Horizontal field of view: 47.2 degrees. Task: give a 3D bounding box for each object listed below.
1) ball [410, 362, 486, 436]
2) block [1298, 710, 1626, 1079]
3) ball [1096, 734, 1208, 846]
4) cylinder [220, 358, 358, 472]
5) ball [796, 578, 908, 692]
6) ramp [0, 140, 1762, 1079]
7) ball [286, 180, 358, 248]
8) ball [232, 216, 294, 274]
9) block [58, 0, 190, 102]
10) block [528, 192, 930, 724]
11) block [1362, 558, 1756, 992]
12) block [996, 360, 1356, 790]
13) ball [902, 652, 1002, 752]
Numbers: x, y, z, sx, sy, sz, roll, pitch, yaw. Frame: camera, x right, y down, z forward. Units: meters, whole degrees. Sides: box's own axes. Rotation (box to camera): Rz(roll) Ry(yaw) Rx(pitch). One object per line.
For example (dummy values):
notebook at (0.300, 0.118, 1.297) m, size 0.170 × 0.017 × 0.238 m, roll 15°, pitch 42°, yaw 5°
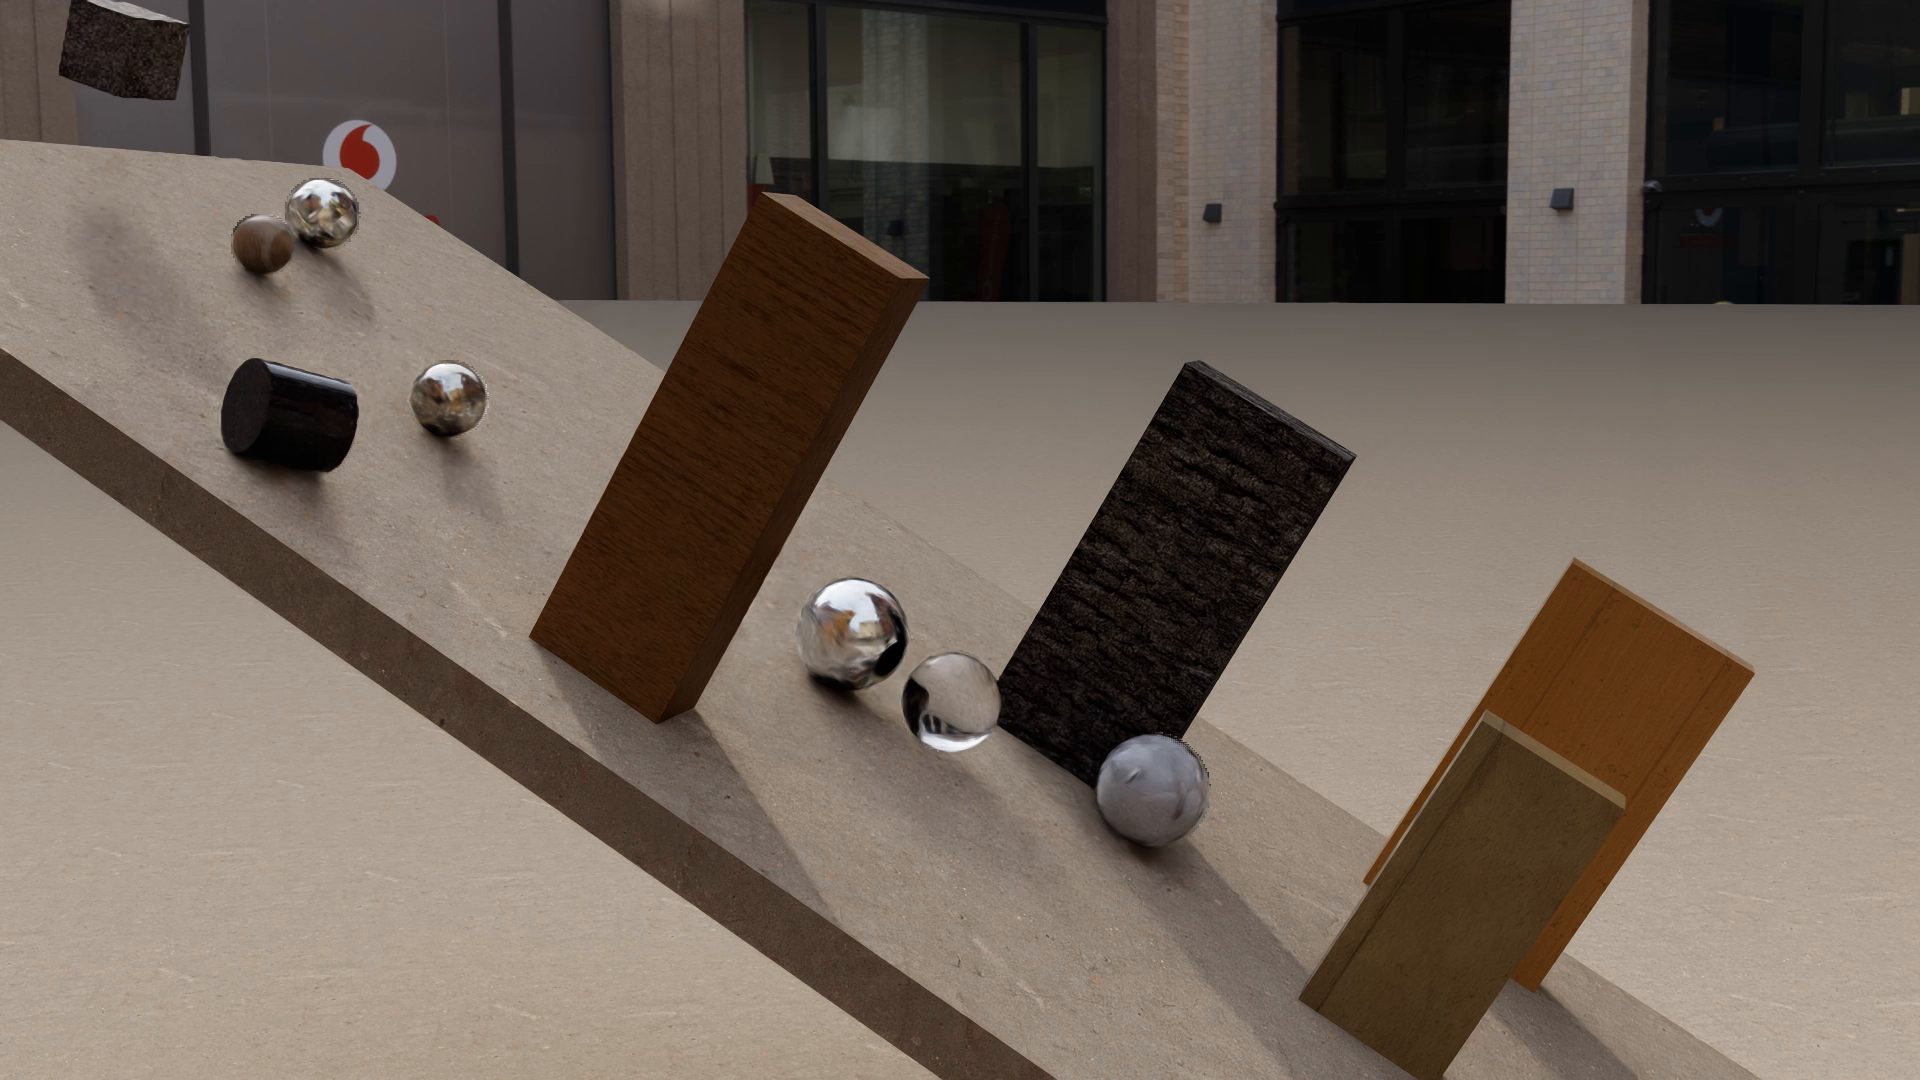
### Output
ball at (-0.942, -0.259, 4.048) m, size 0.137 × 0.137 × 0.137 m, roll 0°, pitch 7°, yaw 0°
block at (0.839, 0.604, 3.695) m, size 0.265 × 0.580 × 0.099 m, roll 33°, pitch 15°, yaw 11°
ball at (0.349, 0.455, 4.003) m, size 0.204 × 0.204 × 0.204 m, roll 0°, pitch 7°, yaw 0°
cylinder at (-1.081, -0.200, 3.545) m, size 0.155 × 0.155 × 0.155 m, roll 7°, pitch -6°, yaw 45°
ball at (-0.192, 0.168, 3.925) m, size 0.202 × 0.202 × 0.202 m, roll 0°, pitch 7°, yaw 0°
ramp at (-0.180, 0.296, 4.126) m, size 4.000 × 0.100 × 2.000 m, roll 33°, pitch 15°, yaw 11°
ball at (-1.359, -0.695, 4.690) m, size 0.146 × 0.146 × 0.146 m, roll 0°, pitch 7°, yaw 0°
ball at (-1.377, -0.583, 4.344) m, size 0.114 × 0.114 × 0.114 m, roll 0°, pitch 7°, yaw 0°
block at (-1.678, -0.986, 4.418) m, size 0.159 × 0.159 × 0.159 m, roll 21°, pitch 15°, yaw 19°
block at (-0.361, -0.123, 3.395) m, size 0.252 × 0.794 × 0.143 m, roll 33°, pitch 15°, yaw 11°
block at (1.191, 0.473, 4.414) m, size 0.401 × 0.780 × 0.095 m, roll 33°, pitch 15°, yaw 11°
block at (0.389, 0.087, 4.162) m, size 0.346 × 0.781 × 0.147 m, roll 33°, pitch 15°, yaw 11°
ball at (-0.015, 0.288, 3.914) m, size 0.177 × 0.177 × 0.177 m, roll 0°, pitch 7°, yaw 0°
